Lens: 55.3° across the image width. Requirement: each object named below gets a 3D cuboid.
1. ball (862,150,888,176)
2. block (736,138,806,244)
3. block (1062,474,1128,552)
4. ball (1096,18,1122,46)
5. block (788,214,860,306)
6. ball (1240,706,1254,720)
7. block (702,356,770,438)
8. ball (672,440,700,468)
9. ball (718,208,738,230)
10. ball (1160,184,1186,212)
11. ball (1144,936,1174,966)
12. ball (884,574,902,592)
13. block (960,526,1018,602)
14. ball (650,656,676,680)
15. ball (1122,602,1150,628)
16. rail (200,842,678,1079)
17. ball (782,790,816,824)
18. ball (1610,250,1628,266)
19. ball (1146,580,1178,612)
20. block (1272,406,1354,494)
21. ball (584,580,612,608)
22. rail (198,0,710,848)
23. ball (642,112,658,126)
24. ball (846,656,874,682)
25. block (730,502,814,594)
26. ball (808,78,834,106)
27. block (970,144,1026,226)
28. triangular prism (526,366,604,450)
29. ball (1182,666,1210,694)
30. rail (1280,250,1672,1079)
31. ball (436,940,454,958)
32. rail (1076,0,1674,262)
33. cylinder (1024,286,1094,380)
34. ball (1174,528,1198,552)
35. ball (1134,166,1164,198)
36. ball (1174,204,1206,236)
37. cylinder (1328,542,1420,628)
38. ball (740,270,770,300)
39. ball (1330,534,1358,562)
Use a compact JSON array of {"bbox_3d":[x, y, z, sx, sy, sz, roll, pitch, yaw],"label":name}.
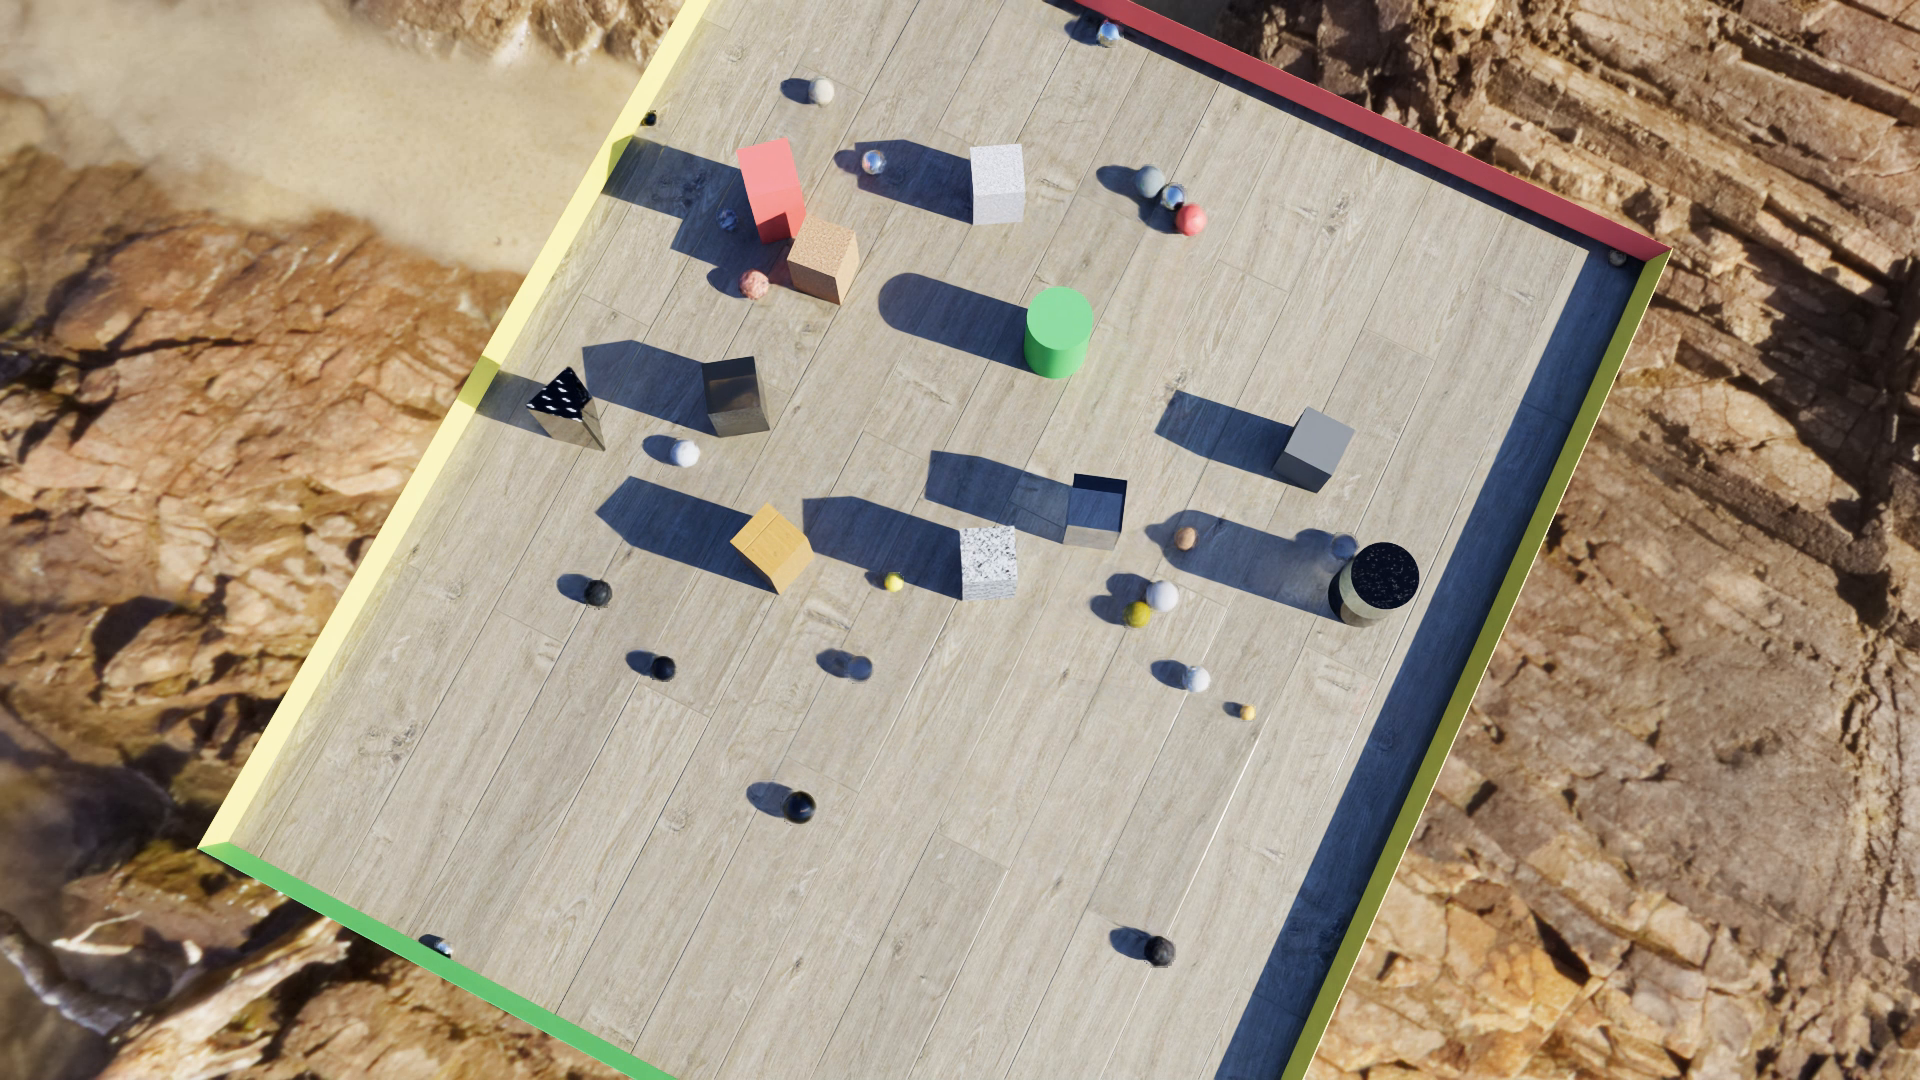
[{"bbox_3d":[-0.272,-1.197,5.823,0.081,0.081,0.081,0,78,0],"label":"ball"},{"bbox_3d":[-0.571,-1.069,5.641,0.158,0.385,0.158,-15,79,-3],"label":"block"},{"bbox_3d":[0.402,-0.081,5.491,0.158,0.279,0.158,8,78,2],"label":"block"},{"bbox_3d":[0.481,-1.638,5.912,0.086,0.086,0.086,0,78,0],"label":"ball"},{"bbox_3d":[-0.420,-0.863,5.662,0.158,0.261,0.158,21,79,4],"label":"block"},{"bbox_3d":[0.861,0.518,5.487,0.044,0.044,0.044,0,78,0],"label":"ball"},{"bbox_3d":[-0.679,-0.432,5.566,0.158,0.273,0.158,-9,78,-2],"label":"block"},{"bbox_3d":[-0.843,-0.266,5.627,0.087,0.087,0.087,0,78,0],"label":"ball"},{"bbox_3d":[-0.733,-1.013,5.793,0.066,0.066,0.066,0,78,0],"label":"ball"},{"bbox_3d":[0.674,-1.082,5.797,0.085,0.085,0.085,0,78,0],"label":"ball"},{"bbox_3d":[0.579,1.196,5.325,0.087,0.087,0.087,0,78,0],"label":"ball"},{"bbox_3d":[-0.201,0.129,5.561,0.056,0.056,0.056,0,78,0],"label":"ball"},{"bbox_3d":[0.083,0.073,5.439,0.158,0.319,0.158,-3,78,-1],"label":"block"},{"bbox_3d":[-0.890,0.384,5.499,0.074,0.074,0.074,0,78,0],"label":"ball"},{"bbox_3d":[0.532,0.225,5.527,0.081,0.081,0.081,0,78,0],"label":"ball"},{"bbox_3d":[-0.797,1.568,5.225,3.131,0.128,0.045,26,80,5],"label":"rail"},{"bbox_3d":[-0.473,0.789,5.403,0.099,0.099,0.099,0,78,0],"label":"ball"},{"bbox_3d":[2.075,-0.889,5.774,0.052,0.052,0.052,0,78,0],"label":"ball"},{"bbox_3d":[0.608,0.170,5.531,0.098,0.098,0.098,0,78,0],"label":"ball"},{"bbox_3d":[1.067,-0.271,5.552,0.158,0.237,0.158,28,80,5],"label":"block"},{"bbox_3d":[-1.092,0.161,5.540,0.084,0.084,0.084,0,78,0],"label":"ball"},{"bbox_3d":[-1.379,-0.668,5.688,0.045,0.128,3.613,26,80,5],"label":"rail"},{"bbox_3d":[-0.994,-1.349,5.872,0.047,0.047,0.047,0,78,0],"label":"ball"},{"bbox_3d":[-0.300,0.386,5.494,0.083,0.083,0.083,0,78,0],"label":"ball"},{"bbox_3d":[-0.555,0.029,5.457,0.158,0.300,0.158,41,81,8],"label":"block"},{"bbox_3d":[-0.445,-1.436,5.871,0.083,0.083,0.083,0,78,0],"label":"ball"},{"bbox_3d":[0.115,-1.108,5.722,0.158,0.242,0.158,-4,78,-1],"label":"block"},{"bbox_3d":[-1.163,-0.403,5.522,0.171,0.348,0.148,15,79,3],"label":"triangular prism"},{"bbox_3d":[0.708,0.417,5.489,0.084,0.084,0.084,0,78,0],"label":"ball"},{"bbox_3d":[1.379,0.682,5.409,0.045,0.128,3.613,26,80,5],"label":"rail"},{"bbox_3d":[-1.501,1.194,5.342,0.053,0.053,0.053,0,78,0],"label":"ball"},{"bbox_3d":[0.797,-1.555,5.872,3.131,0.128,0.045,26,80,5],"label":"rail"},{"bbox_3d":[0.297,-0.629,5.593,0.197,0.301,0.197,0,78,0],"label":"cylinder"},{"bbox_3d":[0.689,-0.003,5.580,0.073,0.073,0.073,0,78,0],"label":"ball"},{"bbox_3d":[0.597,-1.133,5.801,0.098,0.098,0.098,0,78,0],"label":"ball"},{"bbox_3d":[0.726,-1.008,5.776,0.097,0.097,0.097,0,78,0],"label":"ball"},{"bbox_3d":[1.219,0.136,5.417,0.197,0.335,0.197,0,78,0],"label":"cylinder"},{"bbox_3d":[-0.643,-0.799,5.734,0.094,0.094,0.094,0,78,0],"label":"ball"},{"bbox_3d":[1.167,0.023,5.569,0.084,0.084,0.084,0,78,0],"label":"ball"}]
